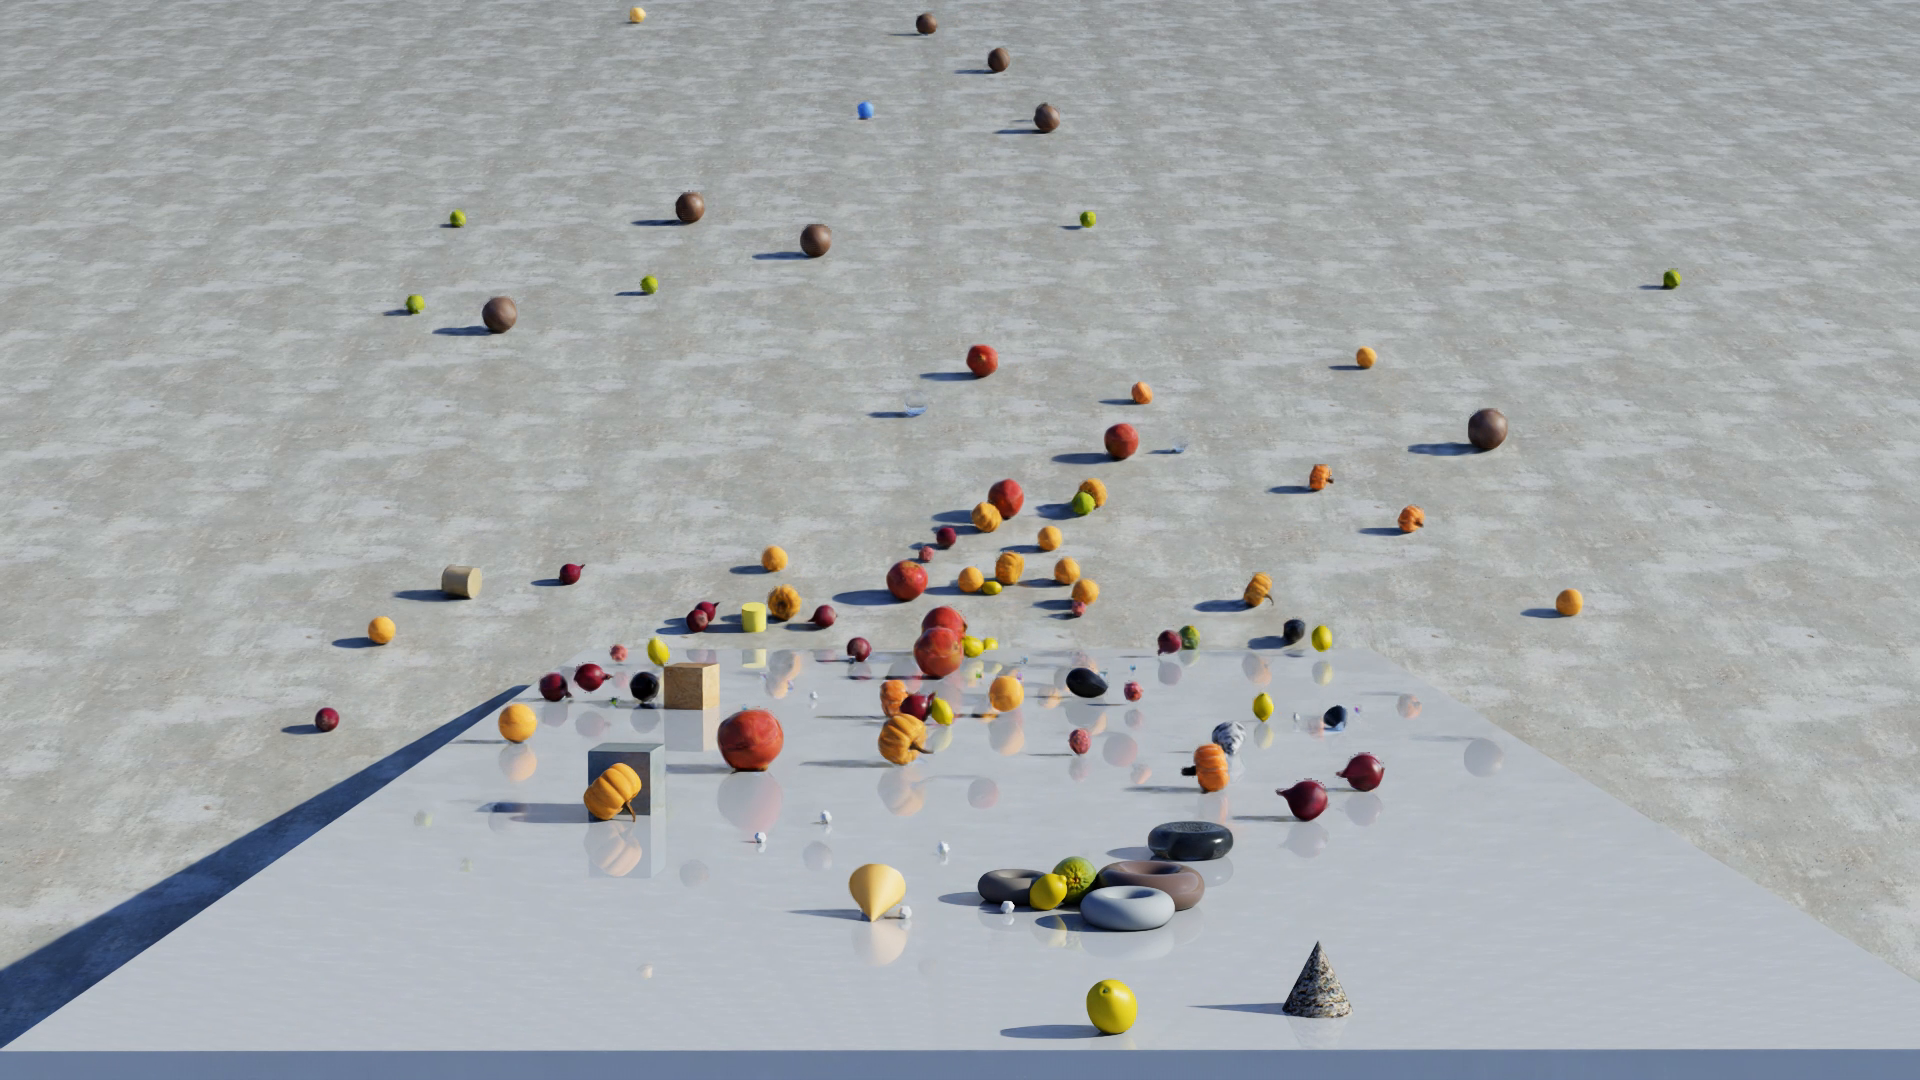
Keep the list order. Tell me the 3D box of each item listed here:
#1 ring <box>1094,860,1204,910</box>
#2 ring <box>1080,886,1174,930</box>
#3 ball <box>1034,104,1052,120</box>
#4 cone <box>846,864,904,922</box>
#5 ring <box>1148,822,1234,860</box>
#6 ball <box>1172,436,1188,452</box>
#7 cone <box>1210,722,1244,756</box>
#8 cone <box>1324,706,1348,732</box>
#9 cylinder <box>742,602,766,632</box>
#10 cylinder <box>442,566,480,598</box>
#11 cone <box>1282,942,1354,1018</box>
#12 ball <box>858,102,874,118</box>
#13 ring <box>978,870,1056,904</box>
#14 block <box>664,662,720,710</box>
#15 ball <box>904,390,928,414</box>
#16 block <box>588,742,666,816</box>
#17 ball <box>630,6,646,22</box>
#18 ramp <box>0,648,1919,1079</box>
[{"bbox_3d":[0.240,0.438,3.257,0.141,0.047,0.141,1,4,0],"label":"ring"},{"bbox_3d":[0.204,0.450,3.137,0.116,0.039,0.116,-1,4,0],"label":"ring"},{"bbox_3d":[0.425,-2.186,13.129,0.086,0.086,0.086,0,21,0],"label":"ball"},{"bbox_3d":[-0.106,0.450,3.176,0.072,0.072,0.072,0,37,0],"label":"cone"},{"bbox_3d":[0.324,0.422,3.606,0.121,0.040,0.121,-1,4,0],"label":"ring"},{"bbox_3d":[0.708,-0.309,8.260,0.050,0.050,0.050,0,21,0],"label":"ball"},{"bbox_3d":[0.488,0.370,4.623,0.063,0.063,0.063,-5,46,-12],"label":"cone"},{"bbox_3d":[0.731,0.355,4.946,0.050,0.050,0.050,-4,31,-10],"label":"cone"},{"bbox_3d":[-0.553,0.208,6.889,0.062,0.062,0.062,0,21,0],"label":"cylinder"},{"bbox_3d":[-1.380,0.116,7.105,0.080,0.080,0.080,6,22,15],"label":"cylinder"},{"bbox_3d":[0.375,0.456,2.694,0.074,0.074,0.074,0,3,0],"label":"cone"},{"bbox_3d":[-0.484,-2.204,13.176,0.085,0.085,0.085,0,21,0],"label":"ball"},{"bbox_3d":[0.073,0.443,3.286,0.101,0.034,0.101,1,3,0],"label":"ring"},{"bbox_3d":[-0.555,0.302,5.319,0.087,0.087,0.087,1,3,18],"label":"block"},{"bbox_3d":[-0.147,-0.461,8.611,0.085,0.085,0.085,0,21,0],"label":"ball"},{"bbox_3d":[-0.518,0.371,3.998,0.098,0.098,0.098,0,3,7],"label":"block"},{"bbox_3d":[-1.998,-3.251,15.906,0.097,0.097,0.097,0,21,0],"label":"ball"},{"bbox_3d":[0.049,0.440,4.532,2.000,0.100,4.000,0,3,0],"label":"ramp"}]
